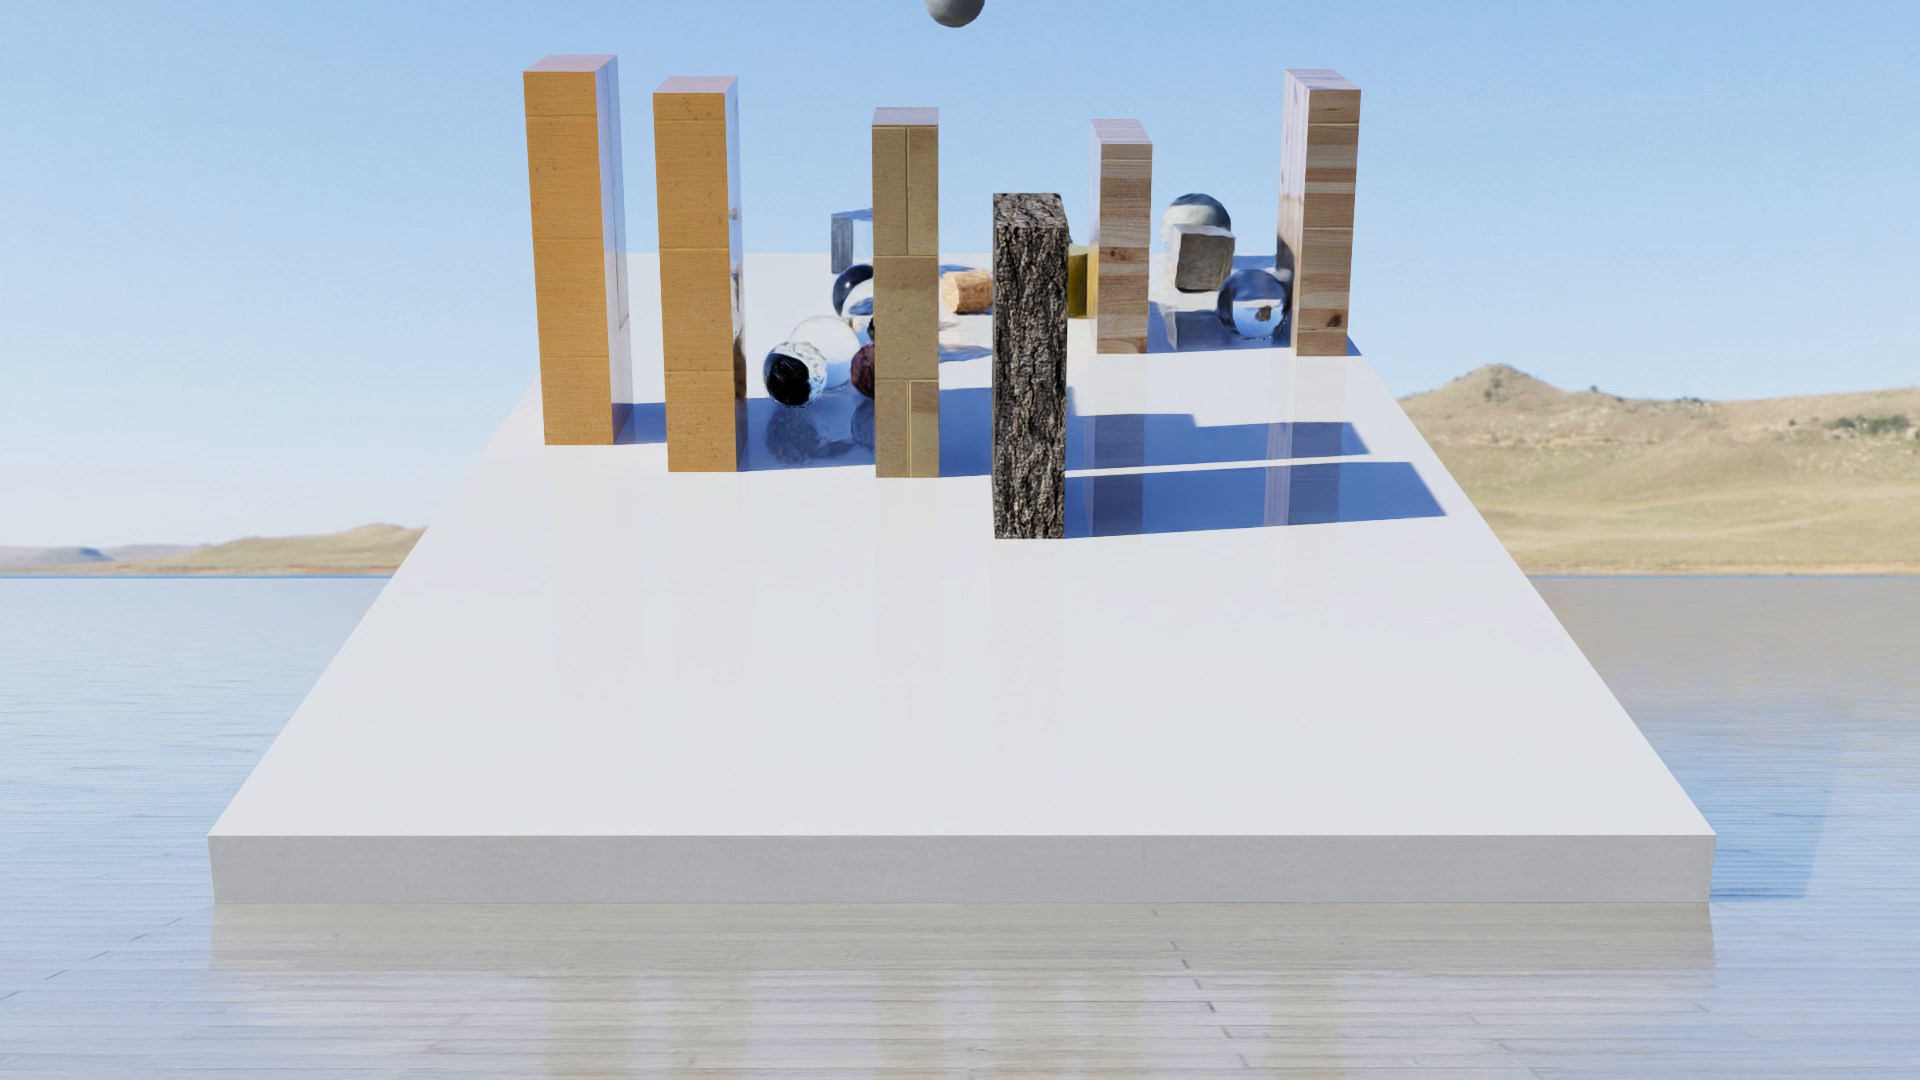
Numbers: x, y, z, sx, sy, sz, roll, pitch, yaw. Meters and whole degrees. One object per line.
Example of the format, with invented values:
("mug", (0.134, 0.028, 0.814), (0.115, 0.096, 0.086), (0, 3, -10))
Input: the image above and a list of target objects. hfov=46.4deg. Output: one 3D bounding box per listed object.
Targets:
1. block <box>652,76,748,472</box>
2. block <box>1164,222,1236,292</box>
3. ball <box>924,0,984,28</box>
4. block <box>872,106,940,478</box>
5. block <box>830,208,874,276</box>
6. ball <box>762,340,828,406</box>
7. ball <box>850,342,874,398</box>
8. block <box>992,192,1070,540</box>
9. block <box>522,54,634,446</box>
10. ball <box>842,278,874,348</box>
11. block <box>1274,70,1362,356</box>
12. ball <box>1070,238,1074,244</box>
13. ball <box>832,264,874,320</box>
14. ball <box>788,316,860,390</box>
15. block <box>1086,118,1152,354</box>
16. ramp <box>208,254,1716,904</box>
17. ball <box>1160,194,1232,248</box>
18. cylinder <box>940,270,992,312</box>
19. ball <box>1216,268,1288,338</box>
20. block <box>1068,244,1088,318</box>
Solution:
("block", (-0.525, -0.544, 4.577), (0.139, 0.764, 0.276), (0, 18, 0))
("block", (0.670, -0.793, 6.279), (0.154, 0.154, 0.154), (4, 18, -8))
("ball", (-0.016, -1.517, 6.248), (0.173, 0.173, 0.173), (0, -1, 0))
("block", (-0.107, -0.503, 4.542), (0.128, 0.709, 0.259), (0, 18, 0))
("block", (-0.247, -0.845, 6.424), (0.176, 0.176, 0.176), (-14, 23, -36))
("ball", (-0.372, -0.376, 5.049), (0.147, 0.147, 0.147), (0, -1, 0))
("ball", (-0.186, -0.387, 5.112), (0.130, 0.130, 0.130), (0, -1, 0))
("block", (0.128, -0.336, 4.241), (0.129, 0.581, 0.370), (0, 18, 0))
("block", (-0.808, -0.622, 4.783), (0.145, 0.781, 0.319), (0, 18, 0))
("ball", (-0.193, -0.546, 5.490), (0.195, 0.195, 0.195), (0, -1, 0))
("block", (0.889, -0.827, 5.619), (0.123, 0.649, 0.422), (0, 18, 0))
("ball", (0.210, -0.787, 6.155), (0.209, 0.209, 0.209), (0, -1, 0))
("ball", (-0.247, -0.628, 5.780), (0.168, 0.168, 0.168), (0, -1, 0))
("ball", (-0.316, -0.434, 5.187), (0.172, 0.172, 0.172), (0, -1, 0))
("block", (0.400, -0.775, 5.670), (0.124, 0.517, 0.440), (0, 18, 0))
("ramp", (-0.004, -0.190, 4.884), (2.000, 0.100, 4.000), (0, 18, 0))
("ball", (0.692, -0.912, 6.577), (0.209, 0.209, 0.209), (0, -1, 0))
("cylinder", (0.021, -0.666, 5.989), (0.108, 0.108, 0.108), (-9, 3, -24))
("ball", (0.738, -0.599, 5.673), (0.178, 0.178, 0.178), (0, -1, 0))
("block", (0.270, -0.693, 5.984), (0.165, 0.165, 0.165), (-14, 23, -36))
